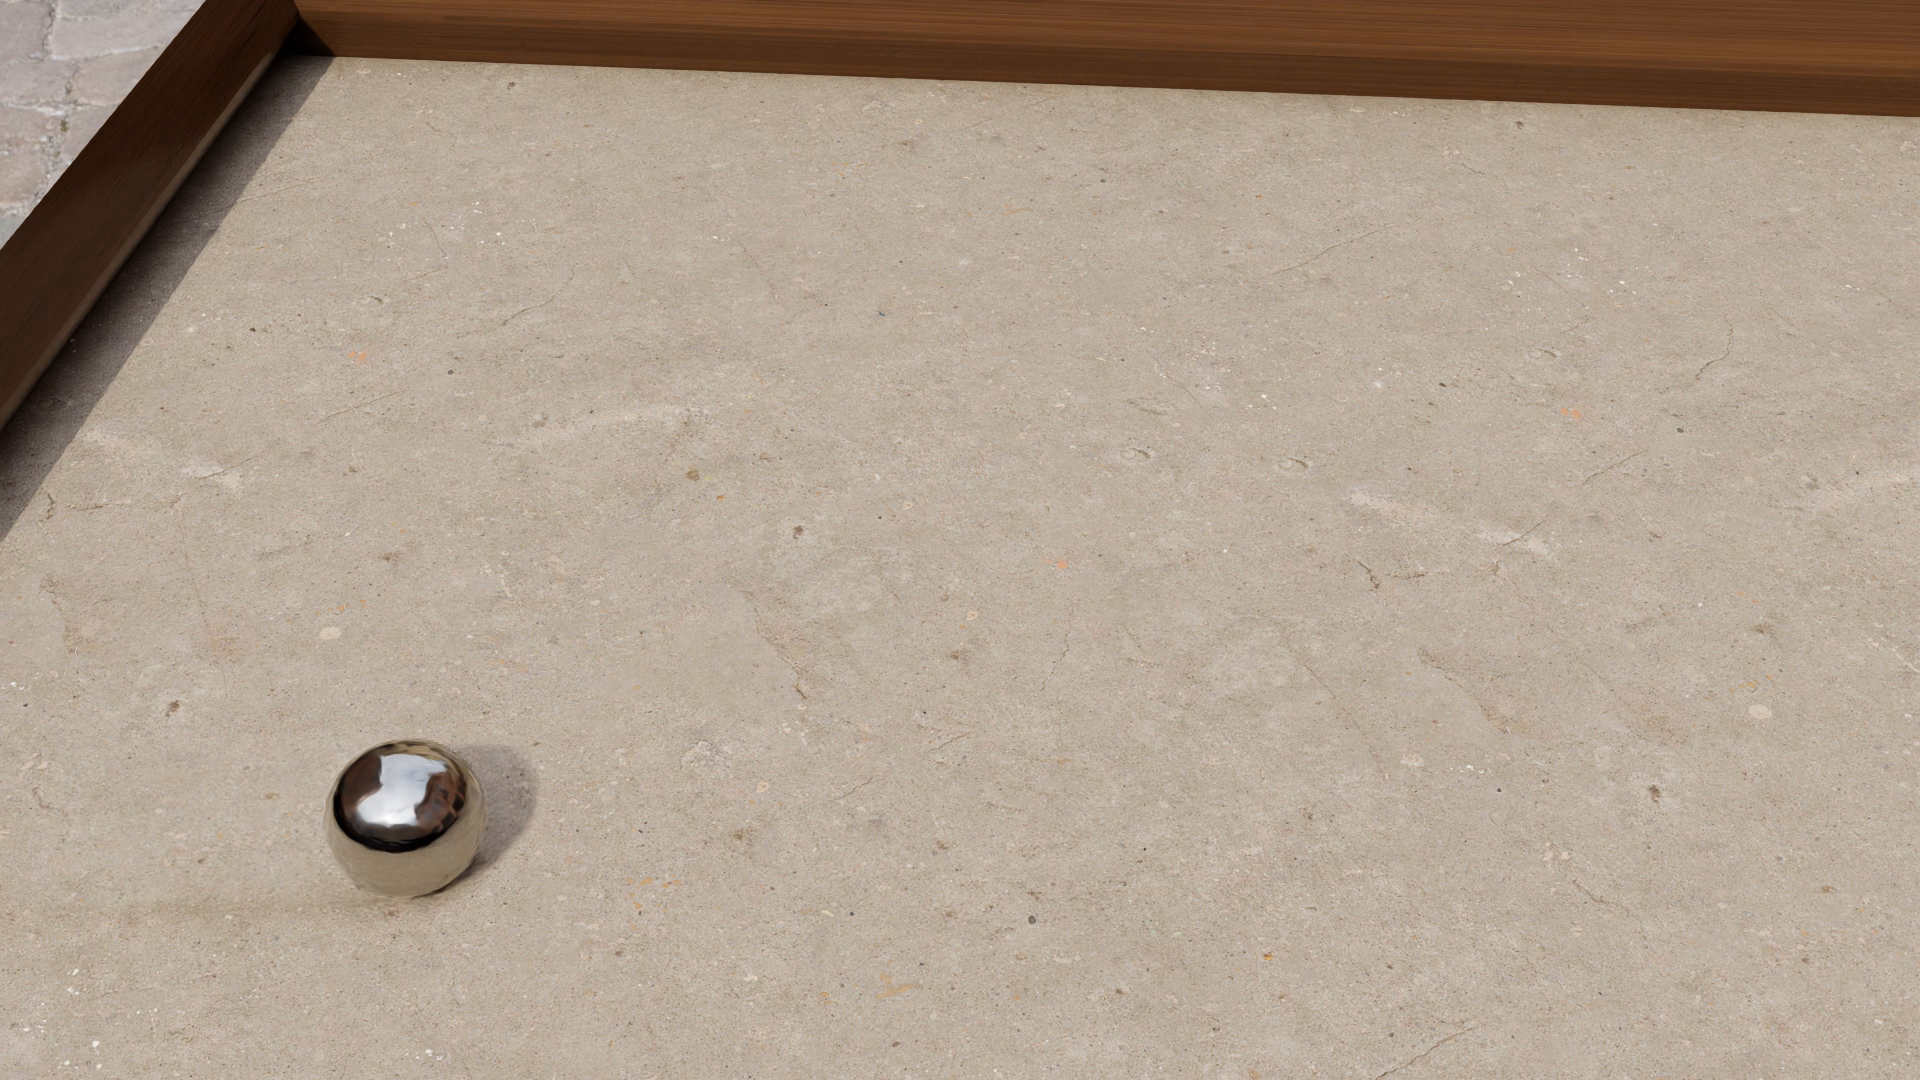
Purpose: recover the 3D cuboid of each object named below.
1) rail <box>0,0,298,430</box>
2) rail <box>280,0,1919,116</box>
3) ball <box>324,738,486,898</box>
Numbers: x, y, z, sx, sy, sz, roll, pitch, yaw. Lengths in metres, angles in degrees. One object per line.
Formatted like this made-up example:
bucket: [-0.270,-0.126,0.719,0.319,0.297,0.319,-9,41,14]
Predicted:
rail: [-0.754,-0.064,1.902,0.045,0.127,1.708,3,35,4]
rail: [0.851,-0.460,2.467,3.122,0.127,0.045,3,35,4]
ball: [-0.344,0.172,1.591,0.098,0.098,0.098,0,35,0]
